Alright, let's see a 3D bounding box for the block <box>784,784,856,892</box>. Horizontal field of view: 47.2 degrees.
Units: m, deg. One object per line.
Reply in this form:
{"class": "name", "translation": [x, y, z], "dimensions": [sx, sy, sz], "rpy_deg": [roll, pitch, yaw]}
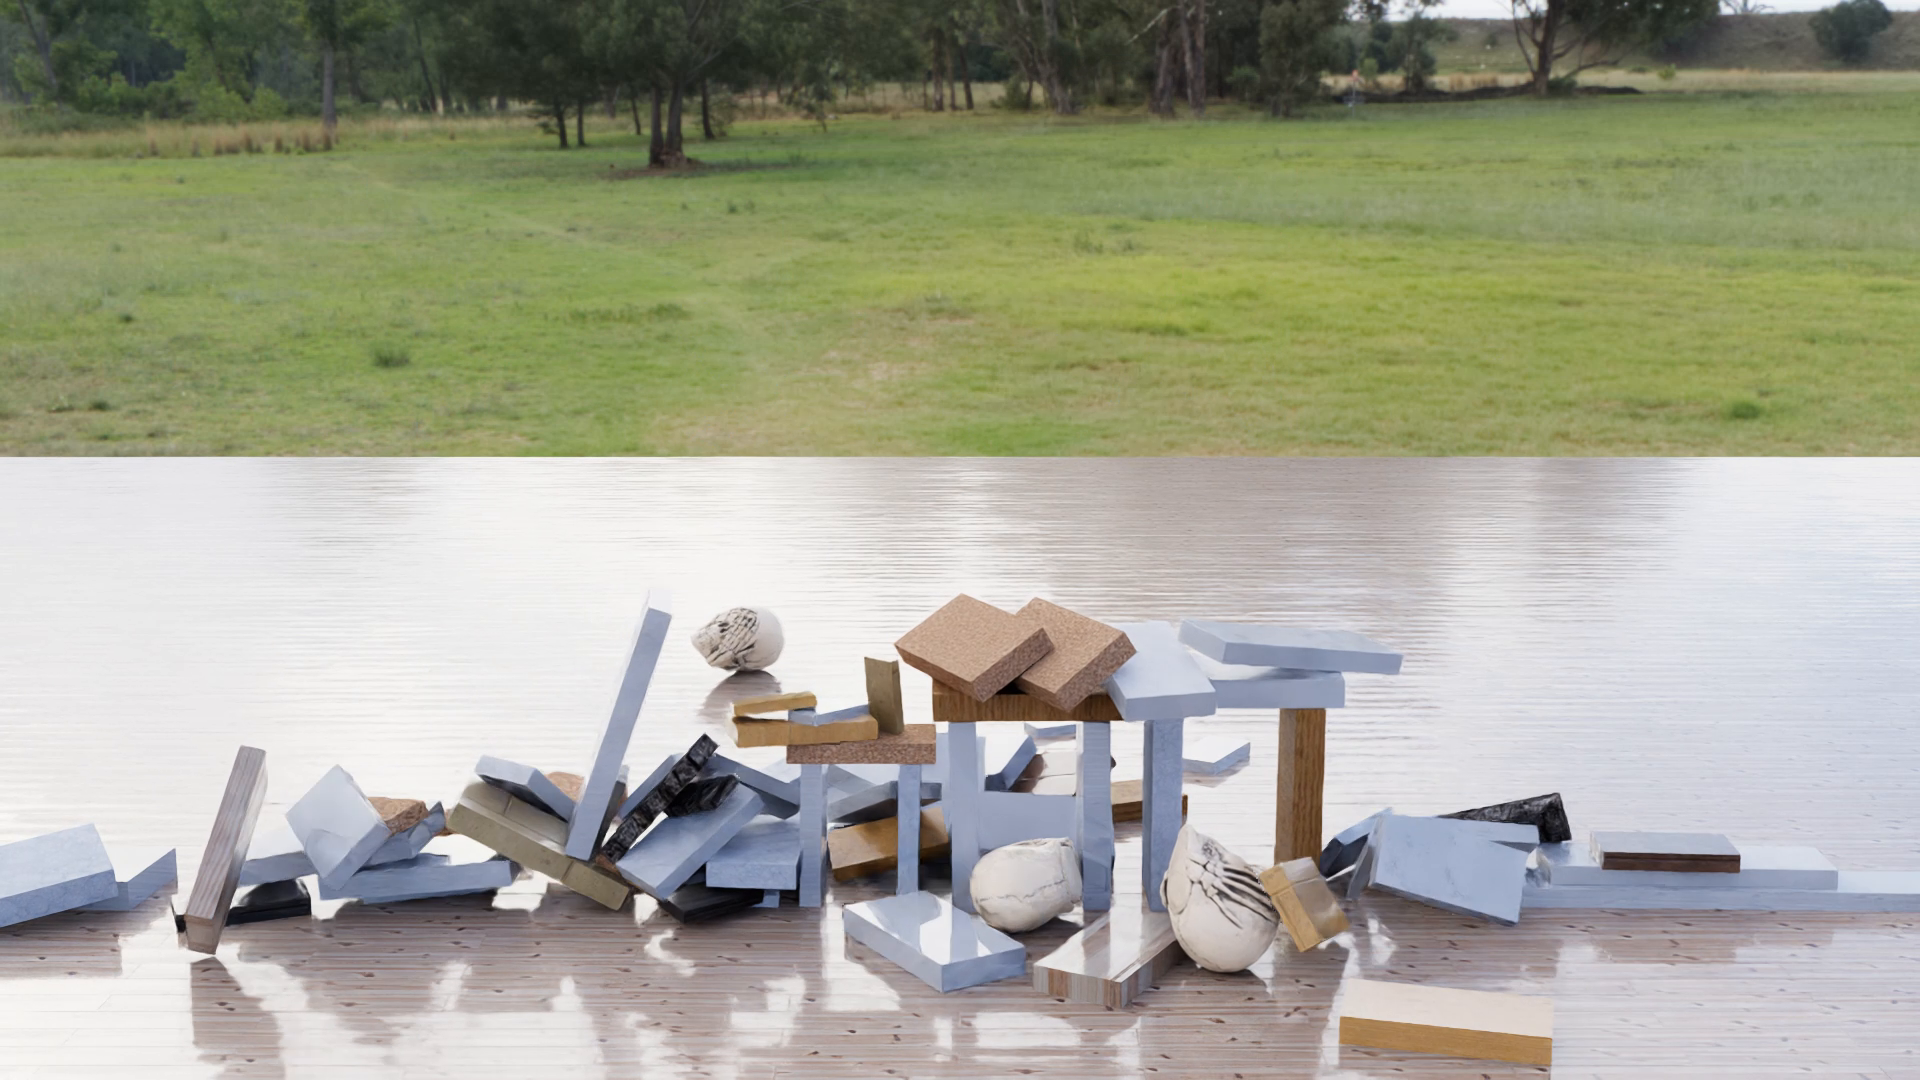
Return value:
{"class": "block", "translation": [-0.265, 0.523, 3.918], "dimensions": [0.147, 0.042, 0.474], "rpy_deg": [4, 11, 23]}

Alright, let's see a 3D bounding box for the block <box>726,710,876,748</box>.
{"class": "block", "translation": [-0.260, 0.304, 3.595], "dimensions": [0.229, 0.032, 0.114], "rpy_deg": [-2, 10, -16]}

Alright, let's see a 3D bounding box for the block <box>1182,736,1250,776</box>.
{"class": "block", "translation": [0.508, 0.434, 4.441], "dimensions": [0.091, 0.026, 0.183], "rpy_deg": [6, 12, 30]}

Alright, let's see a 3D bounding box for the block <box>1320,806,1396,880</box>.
{"class": "block", "translation": [0.677, 0.521, 3.769], "dimensions": [0.183, 0.091, 0.026], "rpy_deg": [-15, 50, -47]}

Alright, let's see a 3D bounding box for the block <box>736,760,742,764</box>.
{"class": "block", "translation": [-0.436, 0.492, 3.798], "dimensions": [0.042, 0.147, 0.293], "rpy_deg": [33, 13, 0]}

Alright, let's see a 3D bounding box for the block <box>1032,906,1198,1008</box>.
{"class": "block", "translation": [0.240, 0.630, 3.341], "dimensions": [0.143, 0.041, 0.286], "rpy_deg": [6, 12, 29]}

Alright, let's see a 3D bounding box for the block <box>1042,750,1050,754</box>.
{"class": "block", "translation": [0.165, 0.472, 4.027], "dimensions": [0.130, 0.037, 0.261], "rpy_deg": [-35, 20, -11]}

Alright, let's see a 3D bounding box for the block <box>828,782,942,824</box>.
{"class": "block", "translation": [-0.136, 0.456, 3.812], "dimensions": [0.101, 0.029, 0.236], "rpy_deg": [6, -19, -31]}

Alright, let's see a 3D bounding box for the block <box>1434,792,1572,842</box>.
{"class": "block", "translation": [0.918, 0.490, 3.731], "dimensions": [0.219, 0.109, 0.031], "rpy_deg": [-14, 50, 15]}

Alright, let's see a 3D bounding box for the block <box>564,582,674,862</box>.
{"class": "block", "translation": [-0.556, 0.296, 3.592], "dimensions": [0.041, 0.440, 0.144], "rpy_deg": [18, 12, -11]}

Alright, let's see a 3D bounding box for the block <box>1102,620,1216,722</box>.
{"class": "block", "translation": [0.298, 0.207, 3.507], "dimensions": [0.143, 0.041, 0.286], "rpy_deg": [-4, 21, -10]}

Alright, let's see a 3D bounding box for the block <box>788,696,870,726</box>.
{"class": "block", "translation": [-0.214, 0.280, 3.591], "dimensions": [0.063, 0.018, 0.126], "rpy_deg": [9, 13, 43]}

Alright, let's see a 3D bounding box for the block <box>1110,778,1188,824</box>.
{"class": "block", "translation": [0.283, 0.490, 4.108], "dimensions": [0.254, 0.036, 0.127], "rpy_deg": [-4, 11, -21]}

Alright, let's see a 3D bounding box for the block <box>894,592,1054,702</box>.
{"class": "block", "translation": [0.019, 0.174, 3.622], "dimensions": [0.150, 0.042, 0.300], "rpy_deg": [-36, 23, -16]}

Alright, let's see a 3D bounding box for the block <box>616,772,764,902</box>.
{"class": "block", "translation": [-0.438, 0.479, 3.570], "dimensions": [0.229, 0.032, 0.114], "rpy_deg": [-42, 39, -25]}

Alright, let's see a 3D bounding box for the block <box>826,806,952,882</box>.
{"class": "block", "translation": [-0.122, 0.519, 3.764], "dimensions": [0.202, 0.029, 0.101], "rpy_deg": [-13, 32, -2]}

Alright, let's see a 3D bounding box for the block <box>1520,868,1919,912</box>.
{"class": "block", "translation": [1.294, 0.579, 3.644], "dimensions": [0.877, 0.031, 0.109], "rpy_deg": [0, 11, 2]}

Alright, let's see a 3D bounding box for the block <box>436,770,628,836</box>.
{"class": "block", "translation": [-0.791, 0.501, 4.010], "dimensions": [0.177, 0.050, 0.354], "rpy_deg": [7, 12, 32]}

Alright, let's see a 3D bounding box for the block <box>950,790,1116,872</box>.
{"class": "block", "translation": [0.124, 0.503, 3.809], "dimensions": [0.279, 0.040, 0.140], "rpy_deg": [4, 39, -3]}

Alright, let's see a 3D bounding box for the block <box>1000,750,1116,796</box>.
{"class": "block", "translation": [0.148, 0.443, 4.009], "dimensions": [0.261, 0.037, 0.131], "rpy_deg": [-11, 28, 43]}

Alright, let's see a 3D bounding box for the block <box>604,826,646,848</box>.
{"class": "block", "translation": [-0.628, 0.538, 3.856], "dimensions": [0.237, 0.034, 0.118], "rpy_deg": [7, 13, 35]}

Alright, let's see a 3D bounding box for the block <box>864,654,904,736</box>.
{"class": "block", "translation": [-0.125, 0.253, 3.616], "dimensions": [0.063, 0.126, 0.018], "rpy_deg": [9, 20, 41]}

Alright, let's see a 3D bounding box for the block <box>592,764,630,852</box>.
{"class": "block", "translation": [-0.584, 0.446, 3.664], "dimensions": [0.019, 0.134, 0.067], "rpy_deg": [21, 17, -10]}

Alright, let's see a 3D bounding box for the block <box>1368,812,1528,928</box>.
{"class": "block", "translation": [0.781, 0.527, 3.517], "dimensions": [0.238, 0.119, 0.034], "rpy_deg": [16, -23, -2]}

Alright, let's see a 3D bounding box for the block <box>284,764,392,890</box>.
{"class": "block", "translation": [-0.993, 0.454, 3.505], "dimensions": [0.118, 0.034, 0.237], "rpy_deg": [-47, 35, -8]}

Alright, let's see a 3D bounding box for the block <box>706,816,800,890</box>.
{"class": "block", "translation": [-0.332, 0.518, 3.672], "dimensions": [0.144, 0.041, 0.289], "rpy_deg": [2, 8, 1]}

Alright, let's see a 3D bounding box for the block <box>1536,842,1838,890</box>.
{"class": "block", "translation": [1.206, 0.543, 3.662], "dimensions": [0.464, 0.034, 0.119], "rpy_deg": [1, 11, 3]}

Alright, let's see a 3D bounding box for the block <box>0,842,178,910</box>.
{"class": "block", "translation": [-1.644, 0.559, 3.698], "dimensions": [0.598, 0.050, 0.177], "rpy_deg": [1, 11, 5]}

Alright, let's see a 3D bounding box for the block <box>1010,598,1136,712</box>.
{"class": "block", "translation": [0.147, 0.182, 3.559], "dimensions": [0.150, 0.042, 0.300], "rpy_deg": [-40, 24, -14]}

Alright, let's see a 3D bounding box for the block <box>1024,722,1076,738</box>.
{"class": "block", "translation": [0.210, 0.394, 4.672], "dimensions": [0.133, 0.019, 0.067], "rpy_deg": [-5, 12, -25]}

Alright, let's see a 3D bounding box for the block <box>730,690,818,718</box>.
{"class": "block", "translation": [-0.304, 0.266, 3.579], "dimensions": [0.134, 0.019, 0.067], "rpy_deg": [-7, 4, -11]}

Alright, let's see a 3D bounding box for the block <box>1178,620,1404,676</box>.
{"class": "block", "translation": [0.542, 0.176, 3.594], "dimensions": [0.364, 0.036, 0.127], "rpy_deg": [5, 12, -30]}

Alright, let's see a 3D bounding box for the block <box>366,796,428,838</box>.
{"class": "block", "translation": [-0.971, 0.455, 3.584], "dimensions": [0.207, 0.029, 0.104], "rpy_deg": [-3, 18, 41]}

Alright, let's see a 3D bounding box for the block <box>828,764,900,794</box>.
{"class": "block", "translation": [-0.087, 0.463, 3.998], "dimensions": [0.307, 0.040, 0.140], "rpy_deg": [23, 19, 20]}
